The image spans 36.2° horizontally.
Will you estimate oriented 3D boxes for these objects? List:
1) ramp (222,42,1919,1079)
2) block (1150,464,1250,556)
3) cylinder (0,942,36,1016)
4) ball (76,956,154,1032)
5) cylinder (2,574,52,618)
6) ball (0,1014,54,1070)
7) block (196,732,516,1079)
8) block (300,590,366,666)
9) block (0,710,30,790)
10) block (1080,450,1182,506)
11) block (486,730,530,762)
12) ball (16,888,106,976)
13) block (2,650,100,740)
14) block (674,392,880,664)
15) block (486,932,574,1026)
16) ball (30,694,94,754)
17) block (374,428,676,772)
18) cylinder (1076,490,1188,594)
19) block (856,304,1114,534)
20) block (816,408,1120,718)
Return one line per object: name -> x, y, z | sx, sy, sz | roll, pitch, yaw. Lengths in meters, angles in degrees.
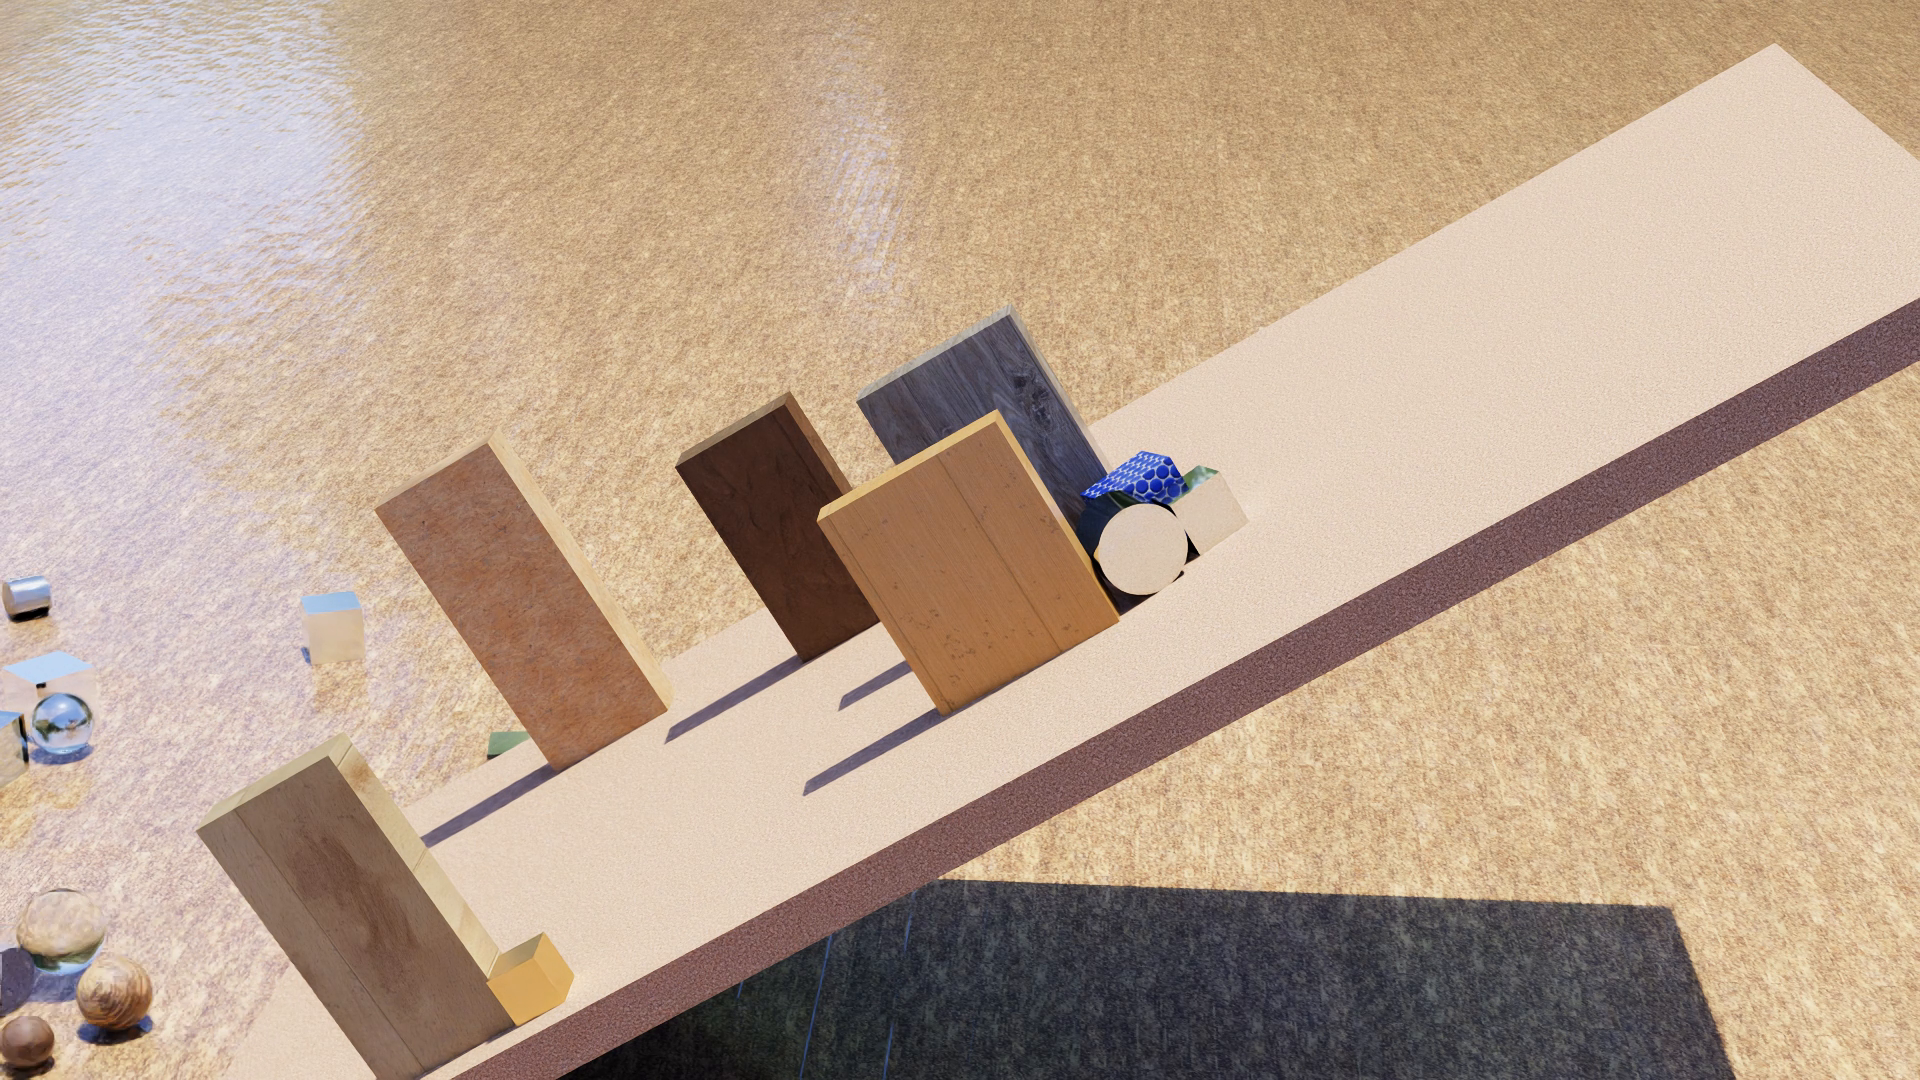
ramp -> 0.142, 0.168, 6.287 | 4.000, 0.100, 2.000 | -29, 15, 12
block -> 0.481, -0.060, 5.892 | 0.122, 0.122, 0.122 | -35, 15, -8
cylinder -> -2.288, 1.015, 6.893 | 0.163, 0.163, 0.163 | 11, 22, 30
ball -> -1.950, 1.047, 6.787 | 0.171, 0.171, 0.171 | 0, 19, 0
cylinder -> -2.972, 0.181, 9.367 | 0.118, 0.118, 0.118 | -14, 24, -35
ball -> -2.102, 1.131, 6.624 | 0.120, 0.120, 0.120 | 0, 19, 0
block -> -1.143, 0.720, 5.661 | 0.312, 0.643, 0.116 | -29, 15, 12
block -> -1.928, 0.269, 9.040 | 0.165, 0.165, 0.165 | -7, 20, -19
block -> -2.703, 0.580, 8.138 | 0.169, 0.169, 0.169 | 5, 20, 15
block -> 0.378, -0.065, 6.040 | 0.162, 0.162, 0.162 | -35, 15, -11
block -> -1.202, 0.625, 8.027 | 0.158, 0.158, 0.158 | -2, 19, -5
ball -> -2.132, 0.930, 6.983 | 0.205, 0.205, 0.205 | 0, 19, 0
block -> -2.618, 0.454, 8.475 | 0.187, 0.187, 0.187 | 17, 25, 40
block -> -0.371, -0.027, 6.691 | 0.294, 0.547, 0.107 | -29, 15, 12
block -> -0.826, 0.845, 5.663 | 0.109, 0.109, 0.109 | -29, 15, 12
ball -> -2.536, 0.519, 8.307 | 0.173, 0.173, 0.173 | 0, 19, 0
block -> -1.034, 0.148, 7.030 | 0.327, 0.776, 0.125 | -29, 15, 12
cylinder -> 0.340, 0.004, 5.856 | 0.182, 0.182, 0.182 | -4, 10, -12
block -> 0.090, -0.159, 6.147 | 0.371, 0.559, 0.089 | -29, 15, 12
block -> 0.019, 0.049, 5.787 | 0.407, 0.475, 0.083 | -29, 15, 12
